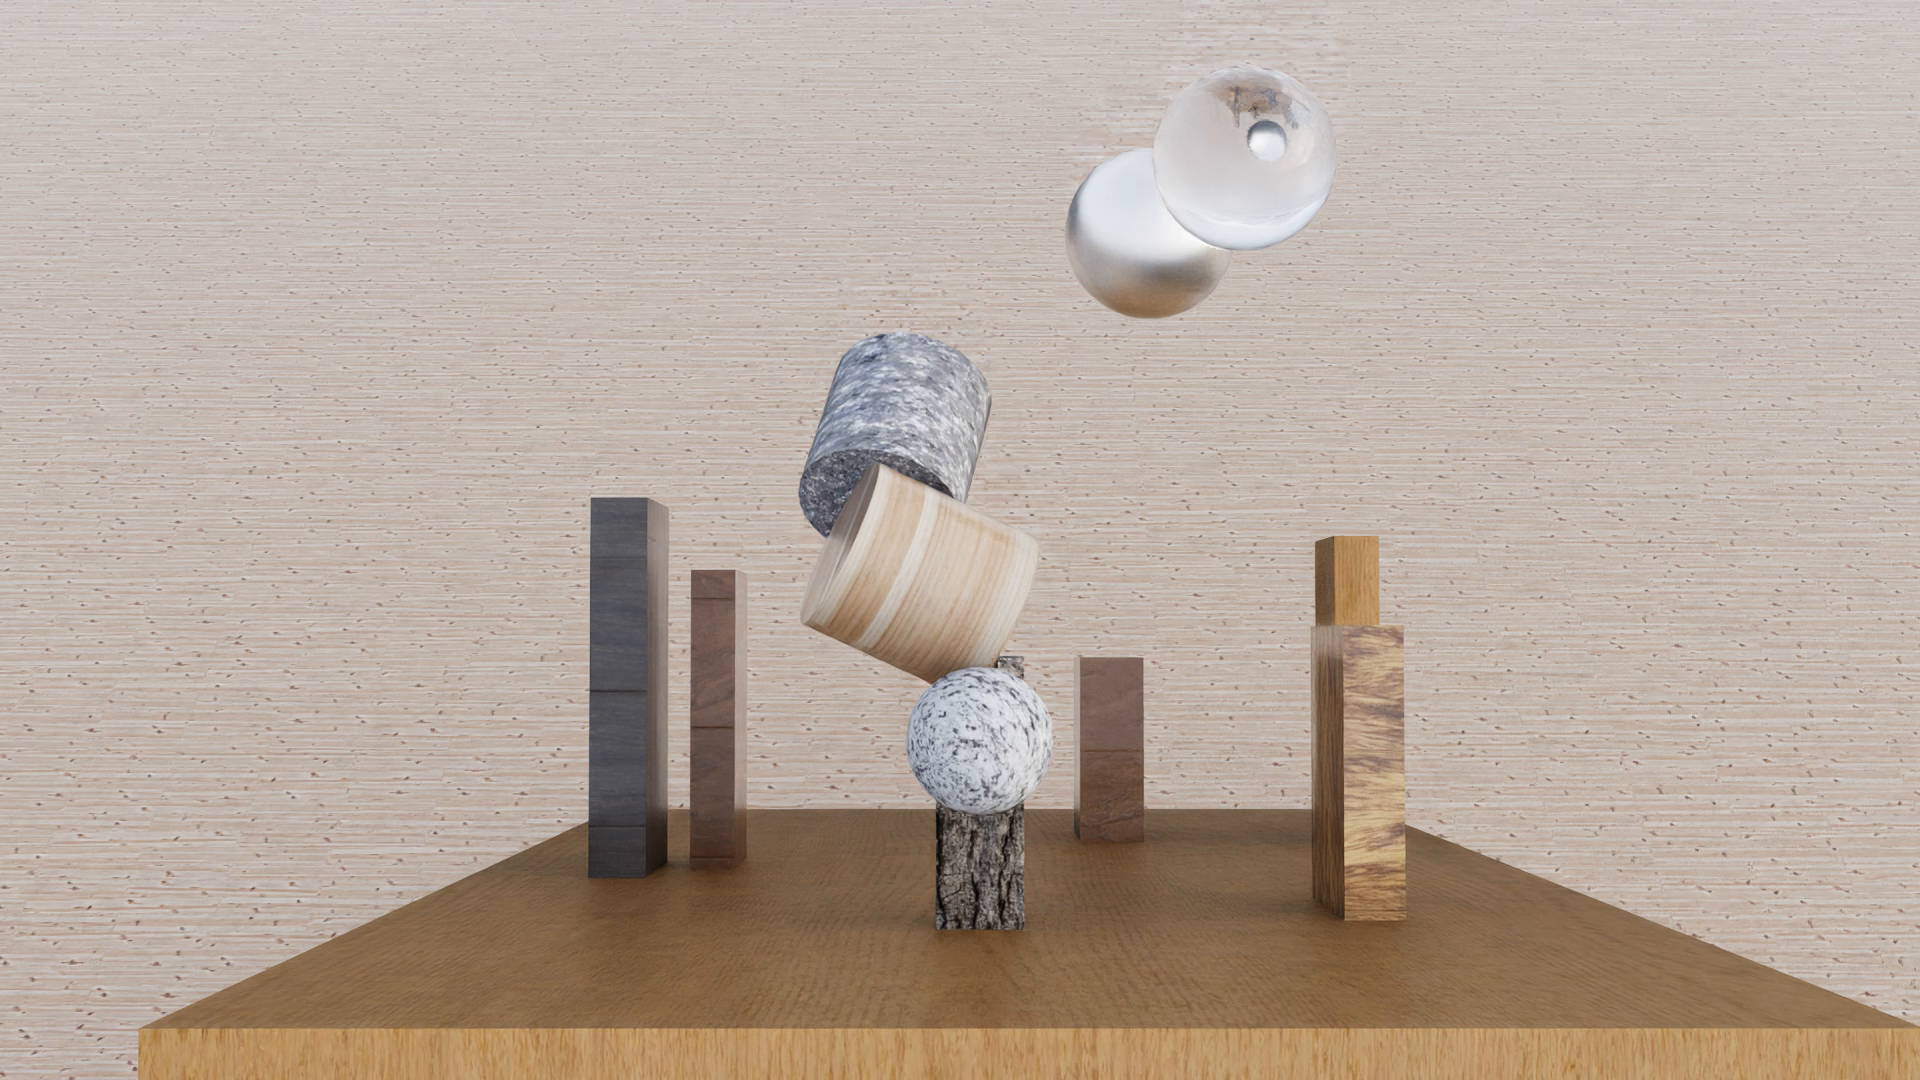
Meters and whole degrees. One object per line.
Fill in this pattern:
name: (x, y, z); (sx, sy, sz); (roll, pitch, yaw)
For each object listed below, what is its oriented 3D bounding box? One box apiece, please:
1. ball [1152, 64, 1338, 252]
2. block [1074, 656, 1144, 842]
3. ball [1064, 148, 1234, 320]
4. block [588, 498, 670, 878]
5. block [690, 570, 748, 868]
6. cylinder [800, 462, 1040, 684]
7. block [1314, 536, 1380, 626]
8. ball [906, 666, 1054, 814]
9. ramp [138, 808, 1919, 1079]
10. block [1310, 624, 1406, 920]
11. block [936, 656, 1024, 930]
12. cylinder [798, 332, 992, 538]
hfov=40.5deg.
ball: (0.257, -0.345, 2.351); (0.166, 0.166, 0.166); (0, 37, 0)
block: (0.336, 0.469, 5.900); (0.141, 0.406, 0.314); (0, -2, 0)
ball: (0.224, -0.360, 3.057); (0.201, 0.201, 0.201); (0, 37, 0)
block: (-0.636, 0.281, 5.019); (0.106, 0.707, 0.360); (0, -2, 0)
block: (-0.480, 0.353, 5.187); (0.087, 0.579, 0.287); (0, -2, 0)
cylinder: (-0.047, 0.045, 2.971); (0.203, 0.203, 0.203); (25, 36, -11)
block: (0.865, 0.333, 5.814); (0.097, 0.672, 0.314); (0, -2, 0)
ball: (0.022, 0.220, 2.857); (0.163, 0.163, 0.163); (0, 37, 0)
ramp: (0.080, 0.681, 4.908); (2.000, 0.100, 4.000); (0, -2, 0)
block: (0.650, 0.372, 4.270); (0.096, 0.462, 0.379); (0, -2, 0)
block: (0.031, 0.390, 4.078); (0.134, 0.412, 0.270); (0, -2, 0)
cylinder: (-0.076, -0.111, 3.125); (0.195, 0.195, 0.195); (7, 49, 9)
